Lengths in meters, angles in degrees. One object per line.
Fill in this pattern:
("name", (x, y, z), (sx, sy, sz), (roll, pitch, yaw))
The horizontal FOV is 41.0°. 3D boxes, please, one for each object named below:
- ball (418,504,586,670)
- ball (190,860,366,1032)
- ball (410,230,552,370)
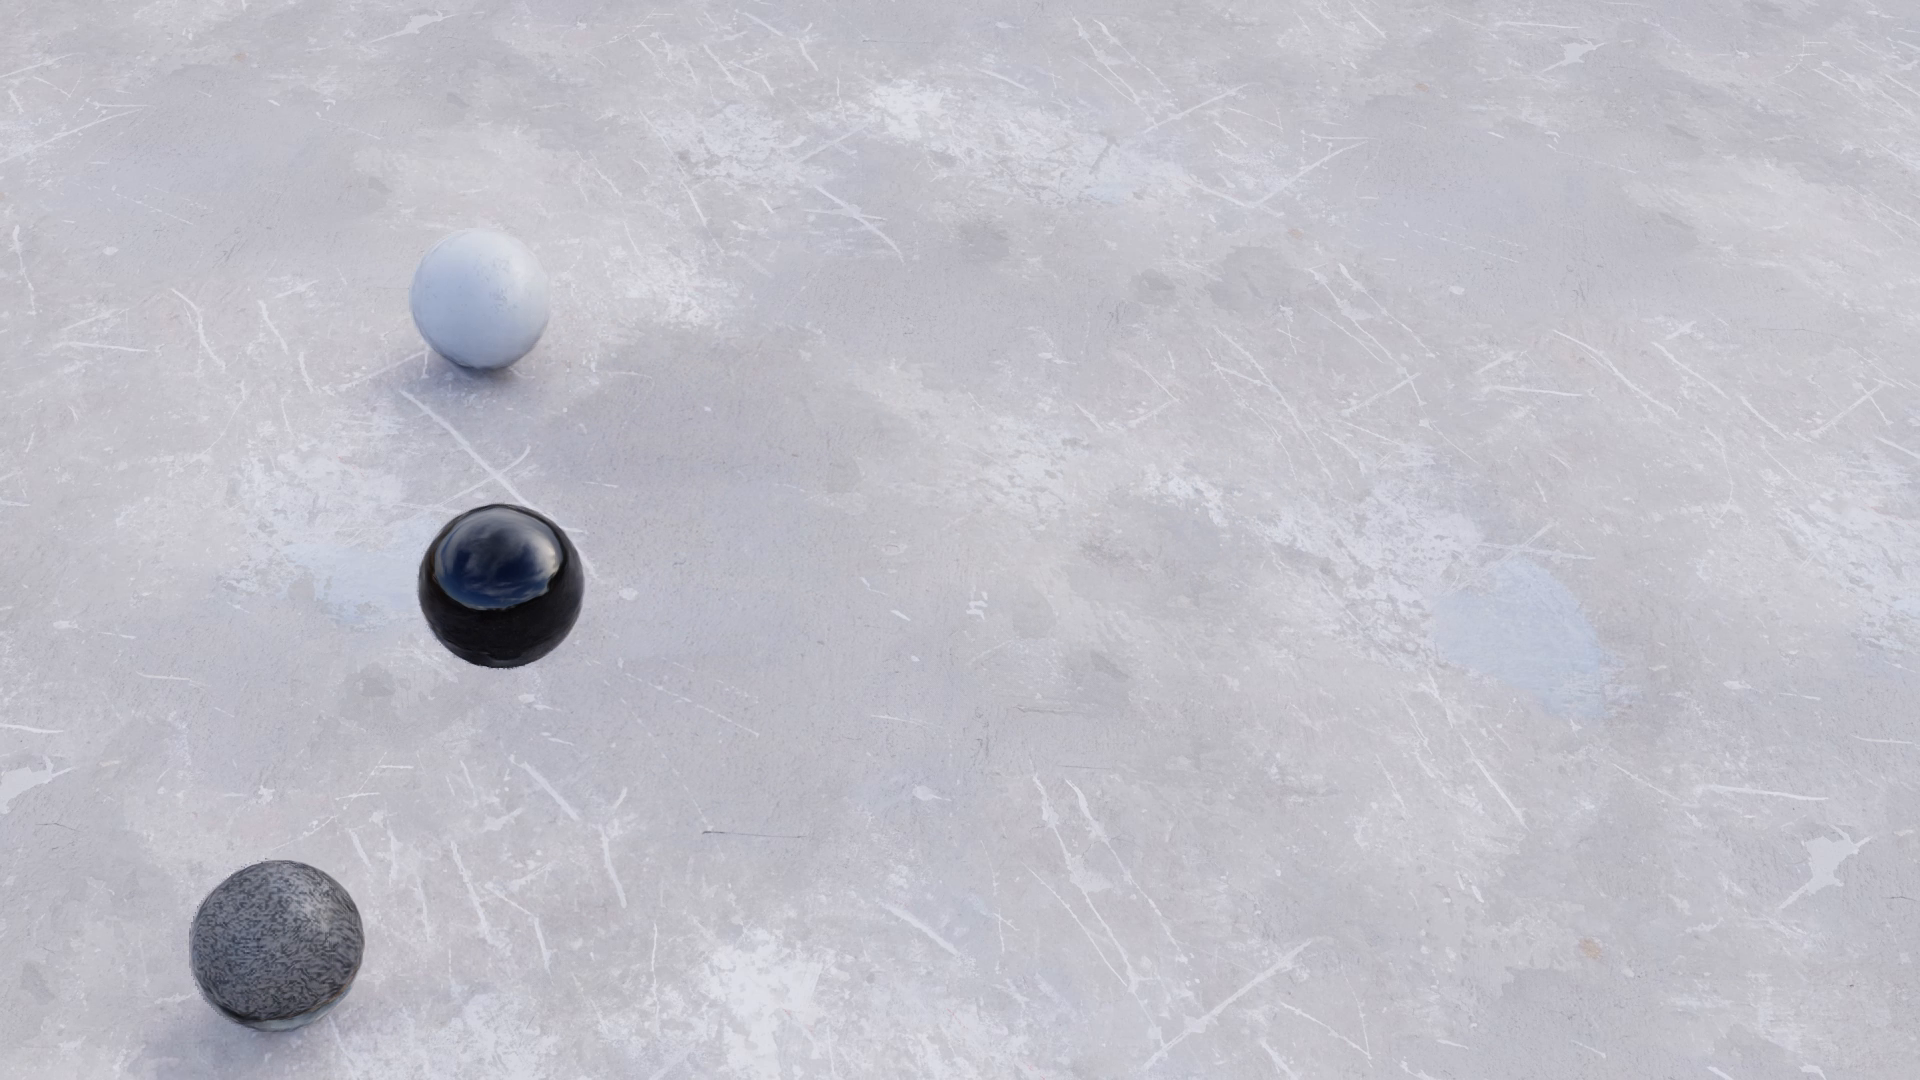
("ball", (-0.269, 0.027, 1.505), (0.097, 0.097, 0.097), (0, 36, 0))
("ball", (-0.339, 0.202, 1.277), (0.084, 0.084, 0.084), (0, 36, 0))
("ball", (-0.330, -0.166, 1.769), (0.096, 0.096, 0.096), (0, 36, 0))
